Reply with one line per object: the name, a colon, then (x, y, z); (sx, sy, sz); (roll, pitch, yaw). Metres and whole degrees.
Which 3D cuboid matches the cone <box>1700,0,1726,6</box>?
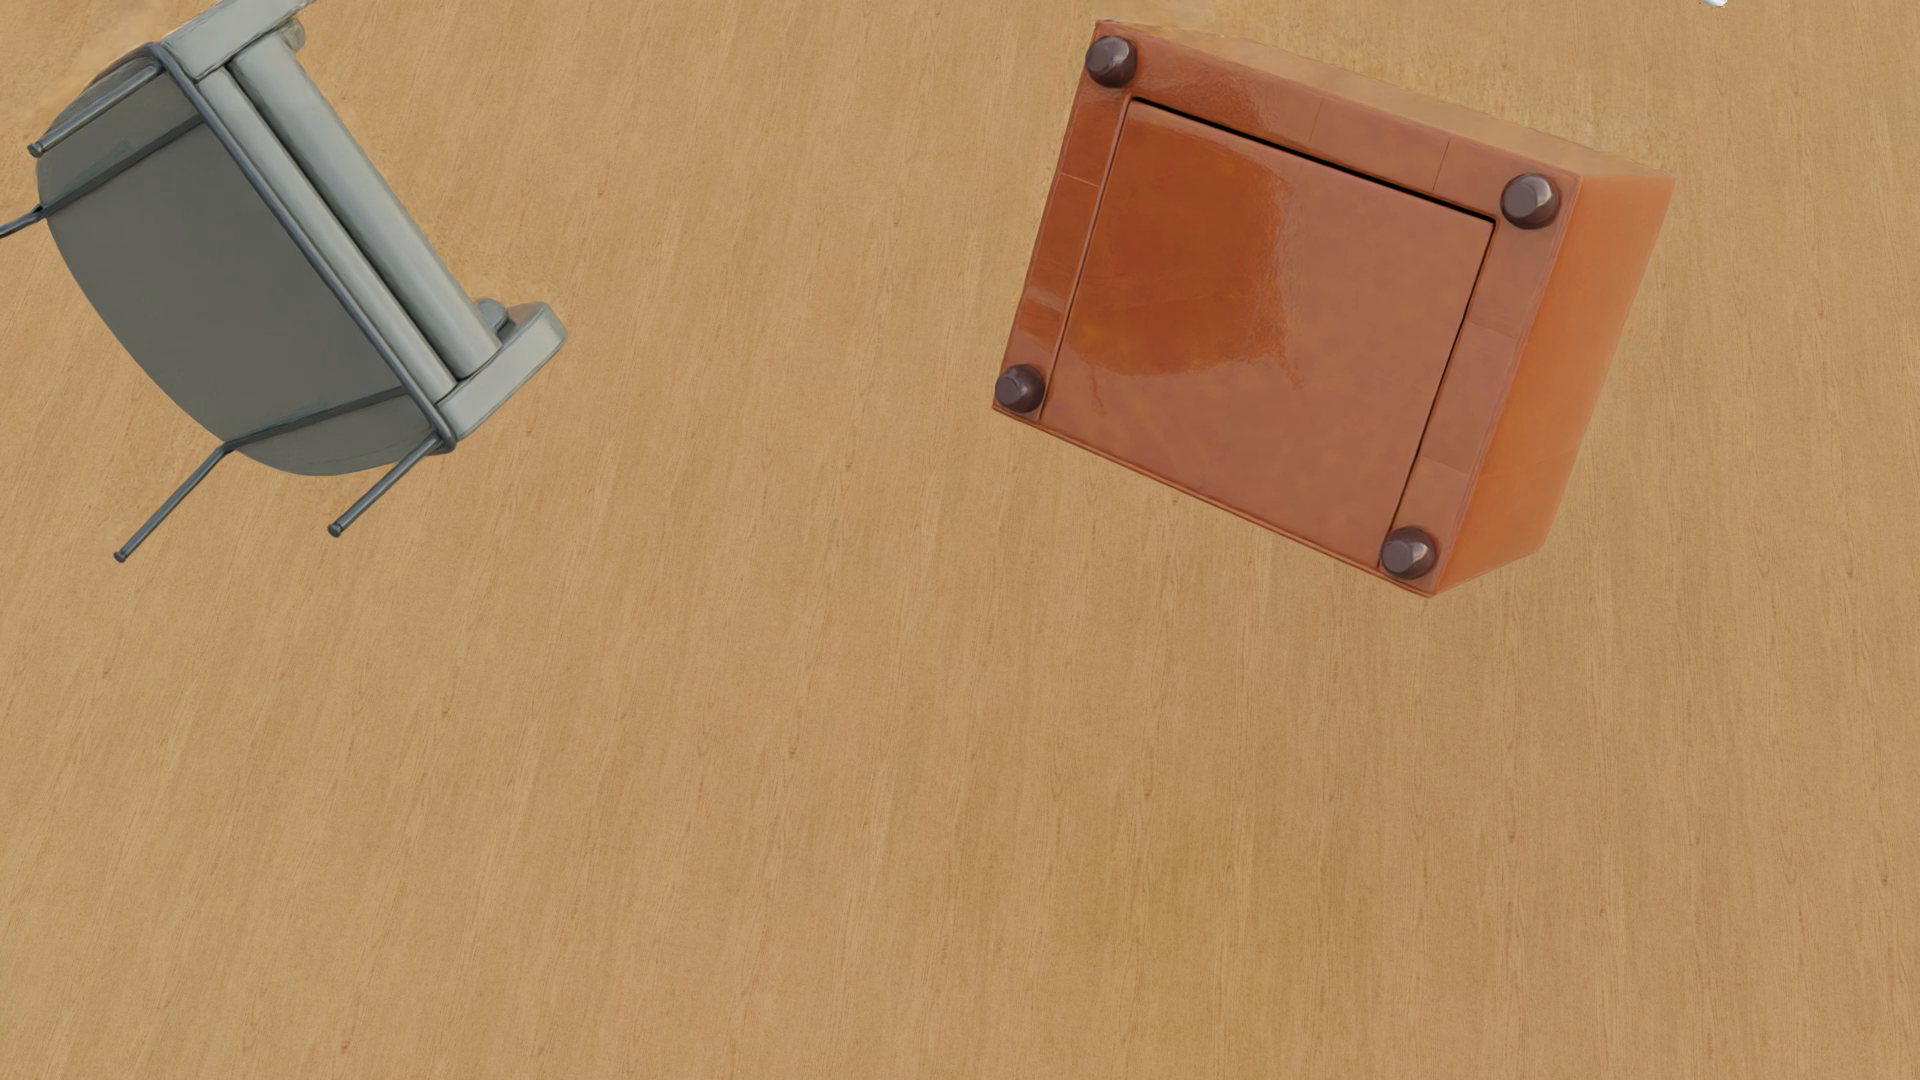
cone: (0.822, -0.687, 2.599); (0.073, 0.134, 0.146); (-42, 26, -16)
